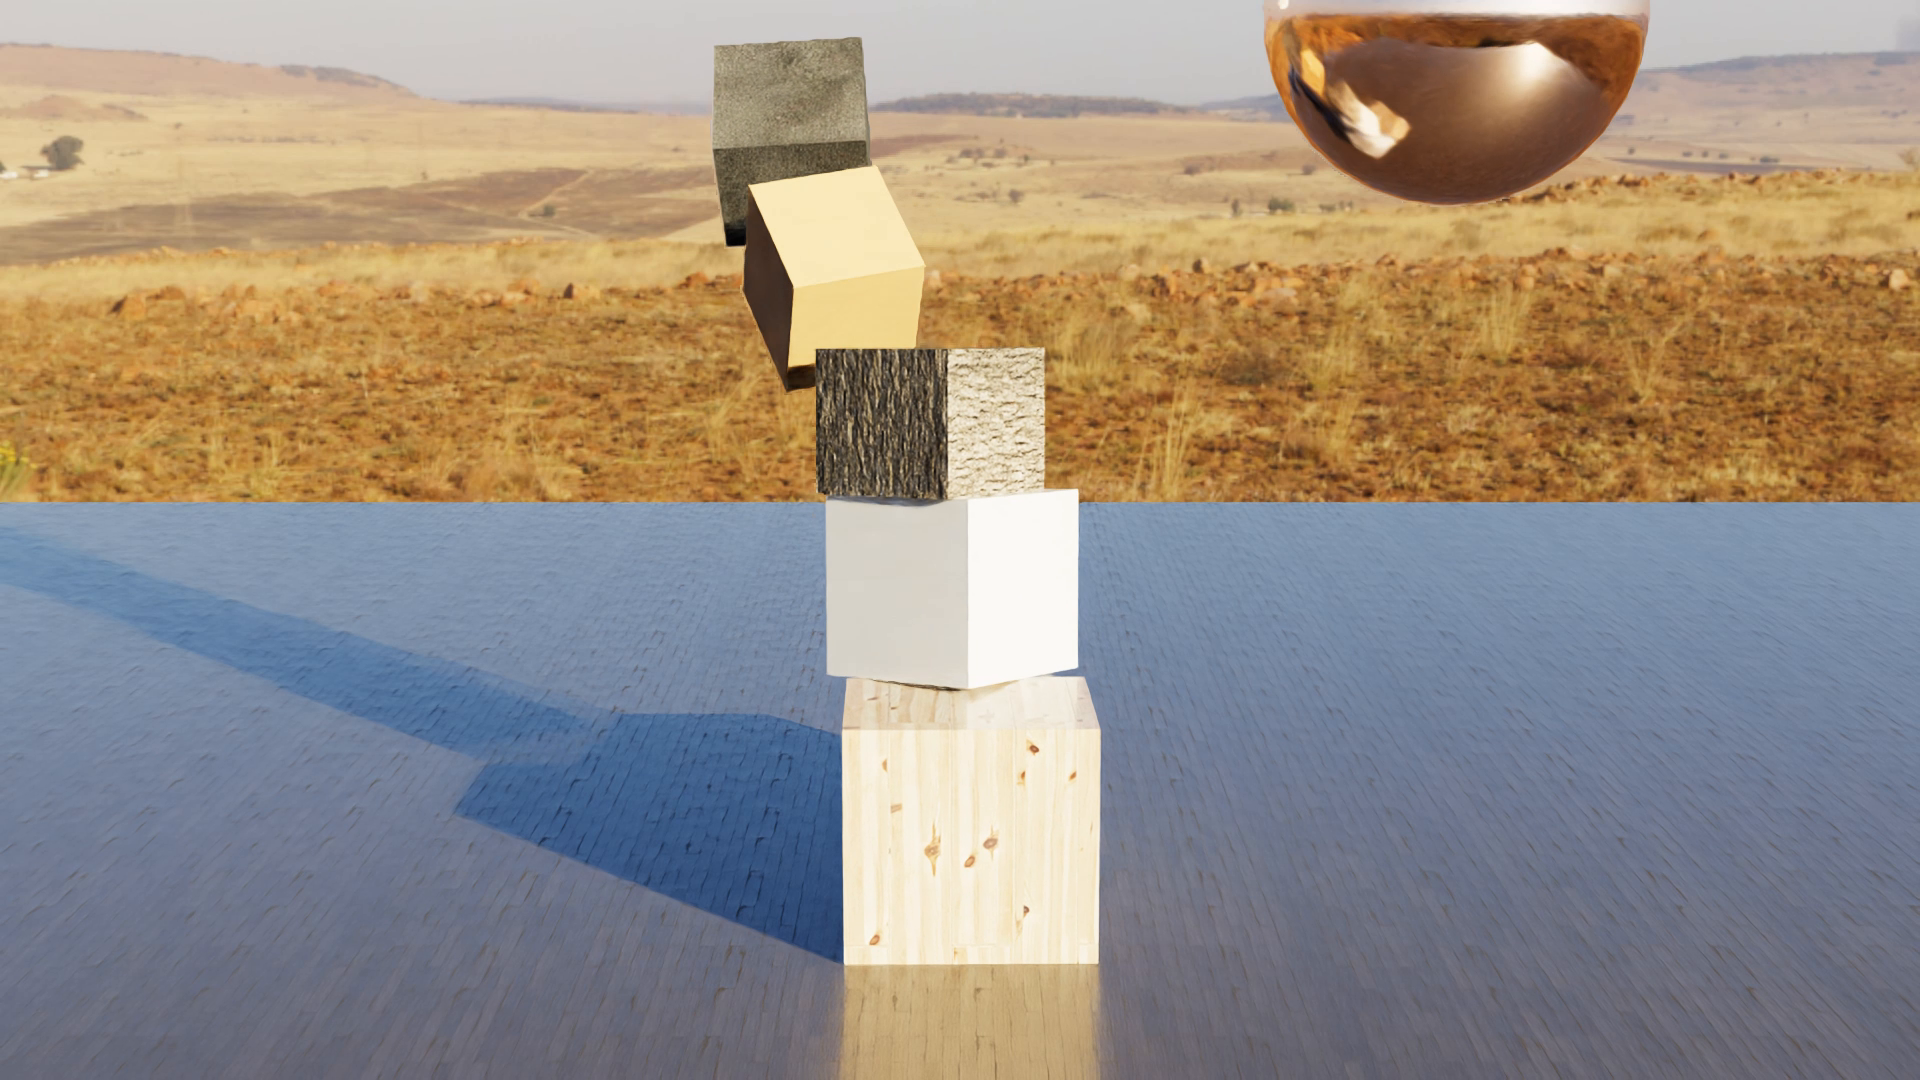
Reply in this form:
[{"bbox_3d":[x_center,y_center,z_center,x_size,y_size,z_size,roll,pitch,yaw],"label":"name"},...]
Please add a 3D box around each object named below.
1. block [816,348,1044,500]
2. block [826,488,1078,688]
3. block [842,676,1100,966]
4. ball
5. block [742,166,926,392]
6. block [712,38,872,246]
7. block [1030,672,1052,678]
[{"bbox_3d":[-0.126,-0.512,10.998,0.710,0.616,0.686,3,6,37],"label":"block"},{"bbox_3d":[-0.029,0.180,11.112,0.748,0.783,0.825,3,6,36],"label":"block"},{"bbox_3d":[0.035,1.141,10.593,1.014,0.965,0.887,0,10,-1],"label":"block"},{"bbox_3d":[2.074,-2.212,10.778,1.600,1.600,1.600,0,10,0],"label":"ball"},{"bbox_3d":[-0.574,-1.167,11.437,0.593,0.638,0.671,-12,52,-17],"label":"block"},{"bbox_3d":[-0.784,-1.883,12.142,0.698,0.621,0.719,-3,51,0],"label":"block"},{"bbox_3d":[0.017,0.956,12.244,0.825,0.739,0.682,0,10,0],"label":"block"}]
